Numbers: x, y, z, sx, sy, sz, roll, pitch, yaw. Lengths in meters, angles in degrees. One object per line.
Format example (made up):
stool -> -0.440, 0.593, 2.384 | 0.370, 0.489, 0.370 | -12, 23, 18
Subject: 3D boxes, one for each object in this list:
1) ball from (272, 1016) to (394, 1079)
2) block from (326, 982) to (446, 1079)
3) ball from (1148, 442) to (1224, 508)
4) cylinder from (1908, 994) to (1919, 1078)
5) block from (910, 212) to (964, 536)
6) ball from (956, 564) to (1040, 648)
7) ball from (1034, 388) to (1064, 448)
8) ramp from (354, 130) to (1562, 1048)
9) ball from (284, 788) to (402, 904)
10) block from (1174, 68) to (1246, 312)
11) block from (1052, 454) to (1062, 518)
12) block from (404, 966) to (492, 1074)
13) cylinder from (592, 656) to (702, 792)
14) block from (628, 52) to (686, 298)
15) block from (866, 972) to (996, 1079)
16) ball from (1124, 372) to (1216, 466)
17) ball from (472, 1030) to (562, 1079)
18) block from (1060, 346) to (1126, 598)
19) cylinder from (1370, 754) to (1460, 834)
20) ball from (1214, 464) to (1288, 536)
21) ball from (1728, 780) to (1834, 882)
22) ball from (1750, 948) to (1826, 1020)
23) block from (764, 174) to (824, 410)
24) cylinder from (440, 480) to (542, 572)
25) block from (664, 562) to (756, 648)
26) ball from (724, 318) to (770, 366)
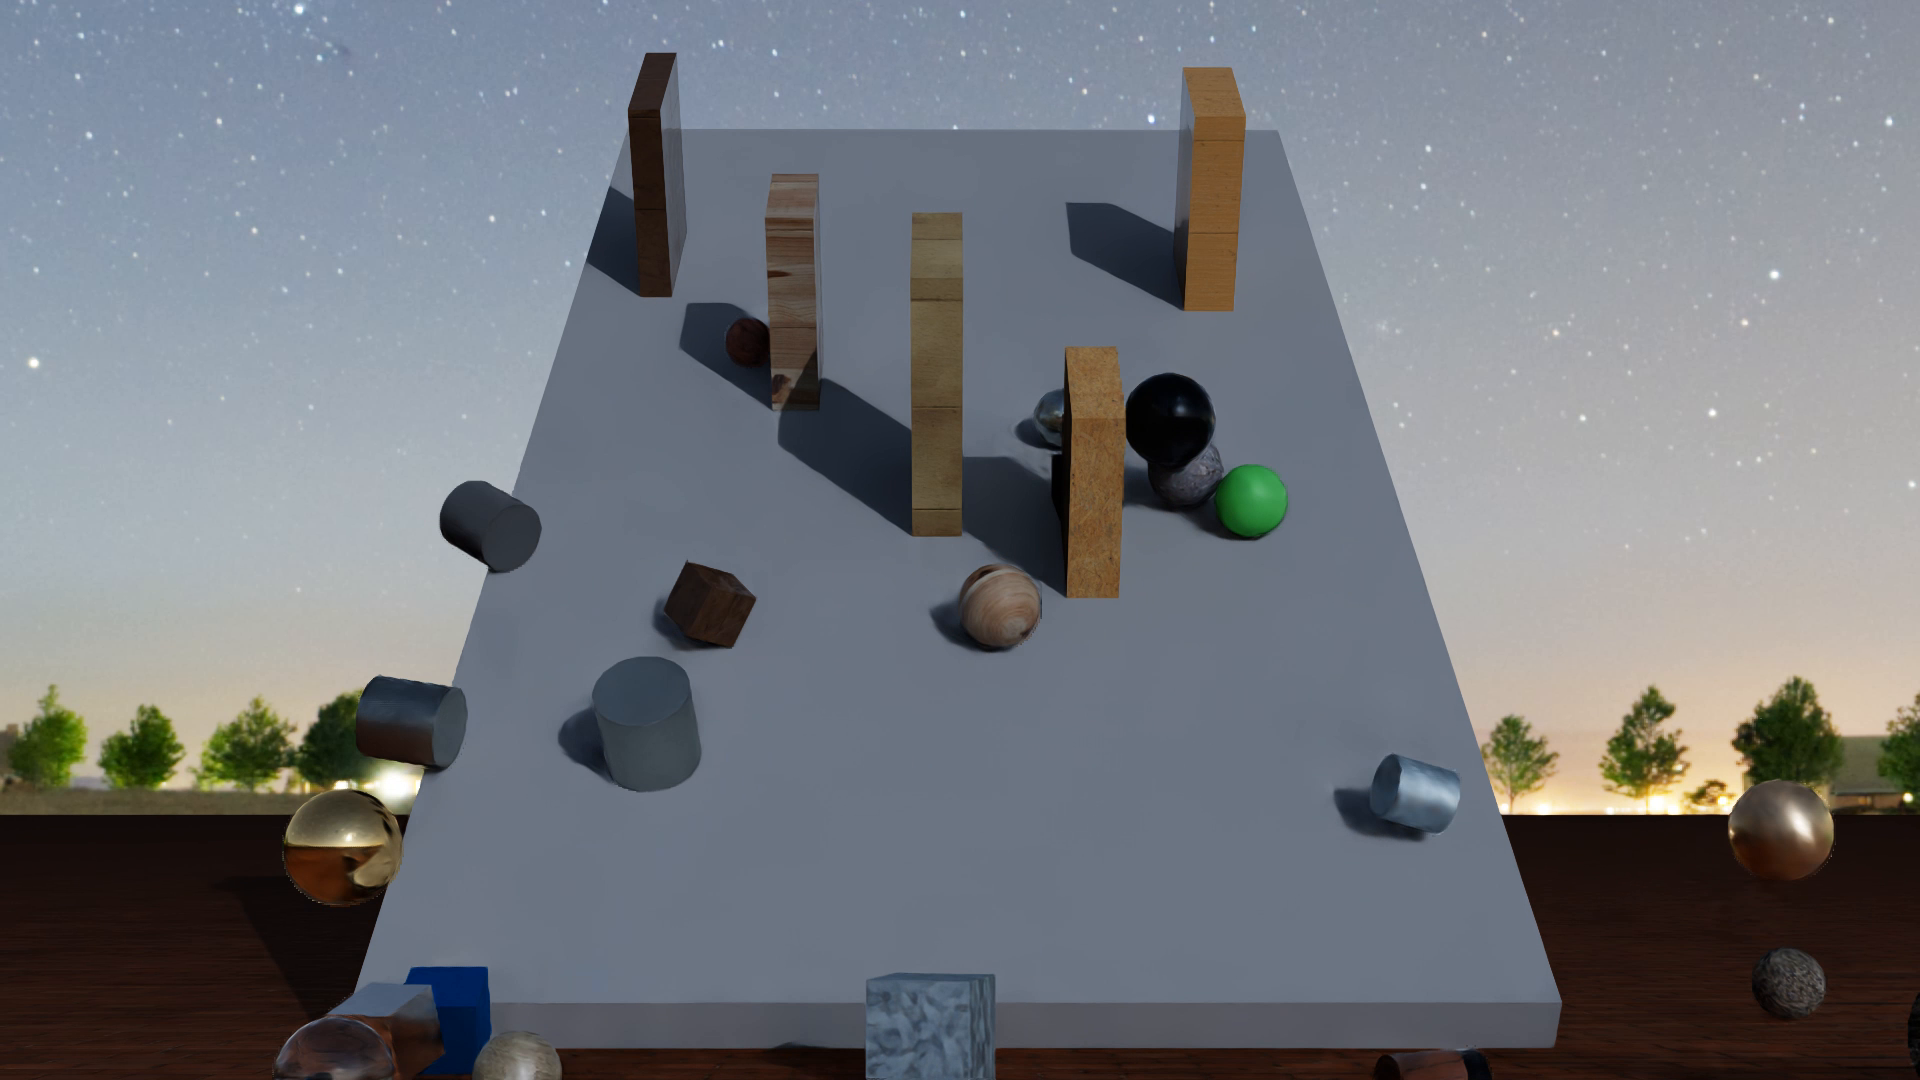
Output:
ball -> -0.772, 0.660, 2.985 | 0.144, 0.144, 0.144 | 0, -6, 0
block -> -0.842, 0.725, 3.557 | 0.109, 0.109, 0.109 | -3, 13, 24
ball -> 0.503, -0.156, 5.403 | 0.168, 0.168, 0.168 | 0, -6, 0
cylinder -> 1.377, 0.652, 3.167 | 0.185, 0.185, 0.185 | 2, -7, -31
block -> -0.050, -0.362, 5.304 | 0.109, 0.619, 0.345 | 0, 30, 0
ball -> 0.078, 0.132, 4.908 | 0.169, 0.169, 0.169 | 0, -6, 0
ball -> 0.240, -0.285, 5.651 | 0.137, 0.137, 0.137 | 0, -6, 0
ramp -> -0.013, -0.206, 5.749 | 2.000, 0.100, 4.000 | 0, 30, 0
ball -> -1.081, 0.537, 4.245 | 0.202, 0.202, 0.202 | 0, -6, 0
block -> 0.649, -0.919, 6.341 | 0.128, 0.535, 0.364 | 0, 30, 0
block -> 0.266, -0.121, 5.401 | 0.107, 0.107, 0.107 | -4, 31, -7
block -> -0.786, 0.732, 3.694 | 0.117, 0.117, 0.117 | 0, 20, -2
cylinder -> -0.580, 0.342, 4.503 | 0.179, 0.179, 0.179 | 0, -48, 4
block -> -0.800, -0.973, 6.437 | 0.082, 0.519, 0.433 | 0, 30, 0
block -> -0.041, 0.715, 3.531 | 0.154, 0.154, 0.154 | -2, -7, 14
ball -> 0.454, -0.261, 5.258 | 0.203, 0.203, 0.203 | 0, -6, 0
ball -> -0.568, 0.688, 3.109 | 0.115, 0.115, 0.115 | 0, -6, 0
block -> 0.279, -0.144, 5.127 | 0.109, 0.426, 0.329 | 0, 30, 0
cylinder -> 0.816, 0.455, 4.348 | 0.118, 0.118, 0.118 | 17, -10, -13
ball -> 0.636, -0.086, 5.294 | 0.159, 0.159, 0.159 | 0, -6, 0
ball -> 1.642, 0.580, 4.846 | 0.202, 0.202, 0.202 | 0, -6, 0
ball -> 1.579, 0.845, 4.618 | 0.136, 0.136, 0.136 | 0, -6, 0
block -> -0.395, -0.595, 5.817 | 0.111, 0.498, 0.272 | 0, 30, 0
cylinder -> -1.007, -0.031, 5.195 | 0.154, 0.154, 0.154 | 26, 11, 37
block -> -0.508, 0.131, 4.917 | 0.115, 0.115, 0.115 | 17, 15, -40
ball -> -0.524, -0.493, 6.017 | 0.119, 0.119, 0.119 | 0, -6, 0
